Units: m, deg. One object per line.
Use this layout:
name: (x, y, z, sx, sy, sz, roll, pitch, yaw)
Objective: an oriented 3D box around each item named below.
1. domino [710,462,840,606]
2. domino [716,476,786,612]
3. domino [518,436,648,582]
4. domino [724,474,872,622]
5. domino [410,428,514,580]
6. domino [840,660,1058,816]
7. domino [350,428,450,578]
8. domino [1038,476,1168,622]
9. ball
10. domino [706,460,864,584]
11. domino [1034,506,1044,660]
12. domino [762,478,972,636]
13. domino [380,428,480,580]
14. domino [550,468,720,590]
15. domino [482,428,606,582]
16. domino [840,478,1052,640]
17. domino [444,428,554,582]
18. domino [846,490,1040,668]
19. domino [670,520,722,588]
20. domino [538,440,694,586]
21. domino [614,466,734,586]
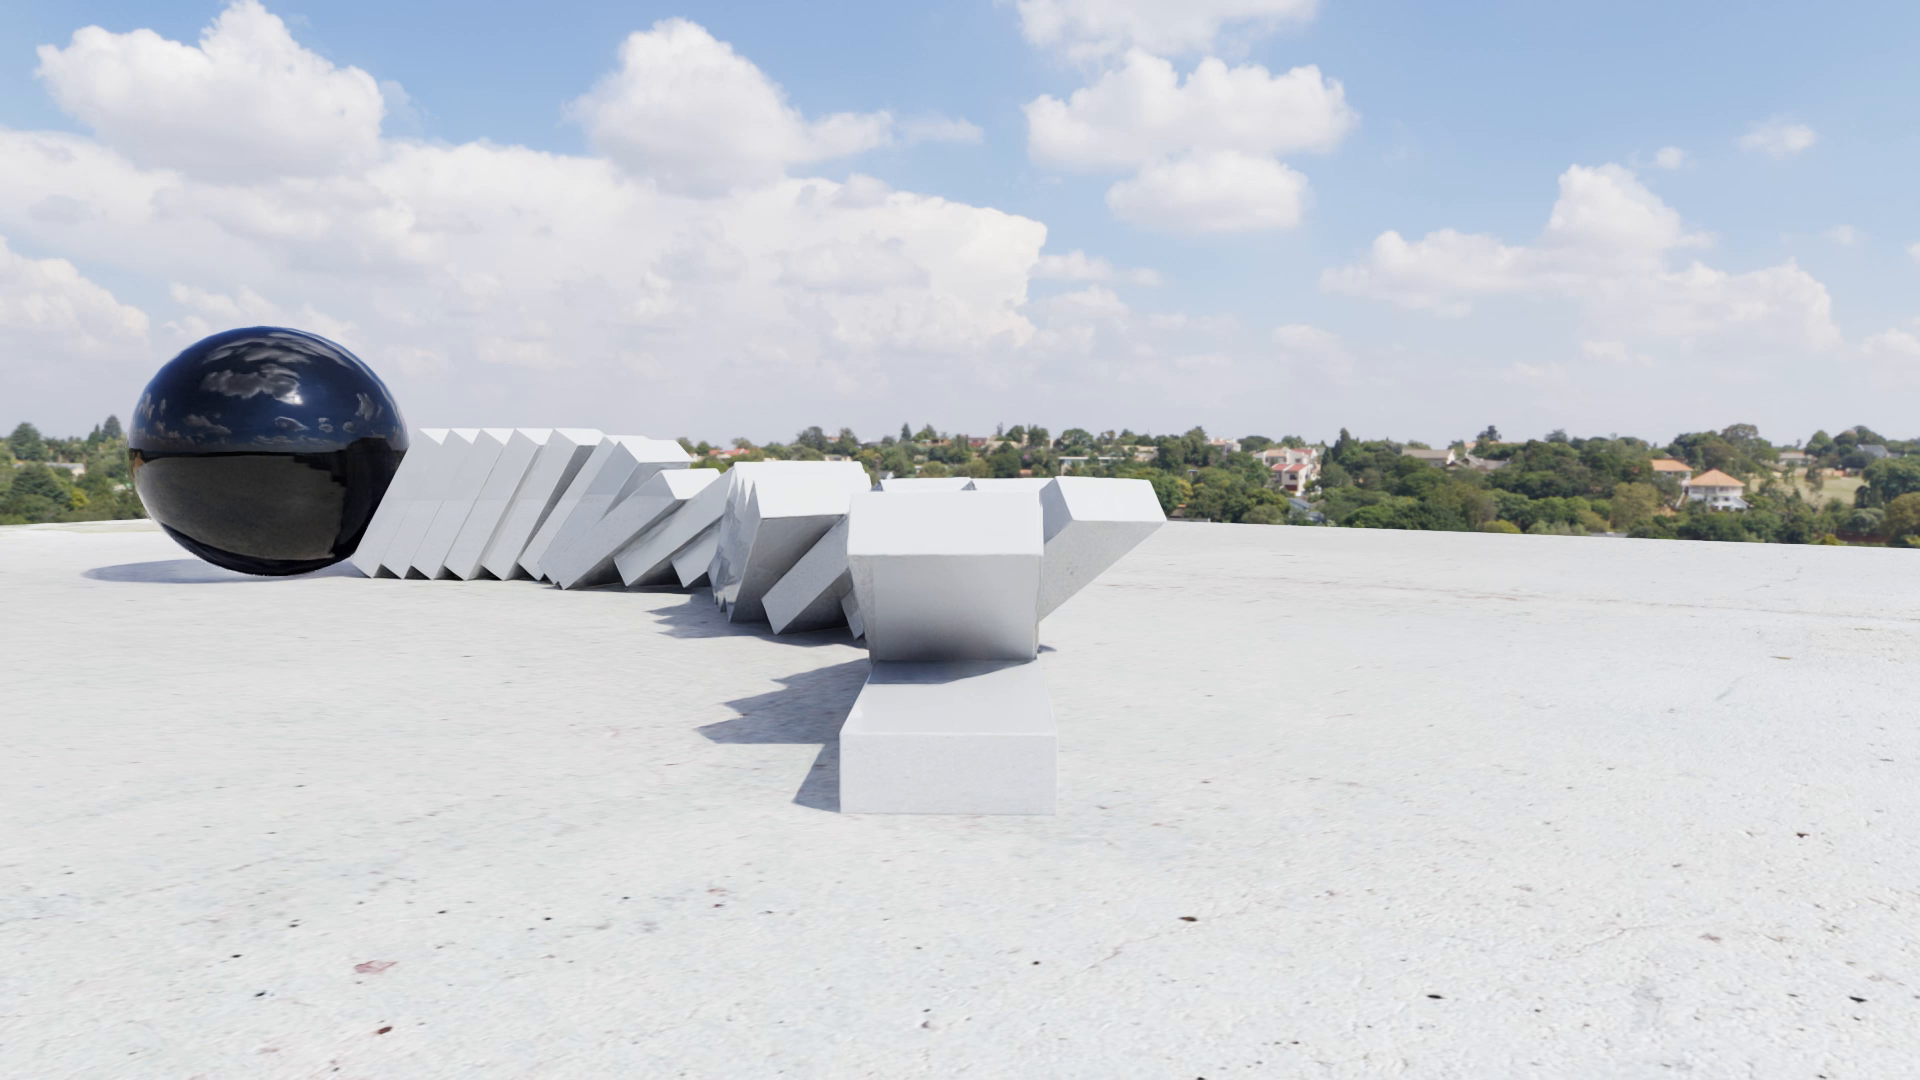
domino: (-0.047, -0.001, 0.325, 0.025, 0.010, 0.050, -2, -33, -20)
domino: (-0.043, 0.002, 0.309, 0.025, 0.010, 0.050, -2, -29, -19)
domino: (-0.116, -0.010, 0.404, 0.009, 0.050, 0.025, 40, 12, 9)
domino: (-0.037, 0.003, 0.291, 0.025, 0.009, 0.050, -4, -28, -20)
domino: (-0.152, -0.012, 0.407, 0.009, 0.050, 0.025, 34, 11, 10)
domino: (-0.001, 0.025, 0.172, 0.025, 0.009, 0.050, 0, 4, 1)
domino: (-0.174, -0.012, 0.413, 0.009, 0.050, 0.025, 34, 11, 10)
domino: (0.015, 0.005, 0.259, 0.025, 0.009, 0.050, 0, -30, -38)
ball: (-0.219, -0.028, 0.411, 0.080, 0.080, 0.080, 0, 4, 0)
domino: (-0.047, -0.002, 0.345, 0.025, 0.009, 0.050, -2, -33, -37)
domino: (0.002, 0.009, 0.233, 0.025, 0.009, 0.050, 0, -24, 2)
domino: (-0.019, 0.004, 0.278, 0.025, 0.009, 0.050, -4, -27, -43)
domino: (-0.163, -0.012, 0.411, 0.009, 0.050, 0.025, 34, 11, 10)
domino: (-0.093, -0.003, 0.374, 0.050, 0.009, 0.025, -35, -12, 25)
domino: (-0.129, -0.012, 0.406, 0.009, 0.050, 0.025, 34, 11, 10)
domino: (-0.001, 0.004, 0.271, 0.025, 0.009, 0.050, -3, -28, -43)
domino: (-0.141, -0.012, 0.405, 0.009, 0.050, 0.025, 34, 11, 10)
domino: (-0.001, 0.010, 0.190, 0.025, 0.009, 0.050, 0, -28, 2)
domino: (-0.055, -0.003, 0.365, 0.050, 0.009, 0.025, -34, -15, 21)
domino: (-0.105, -0.008, 0.390, 0.010, 0.050, 0.025, 46, 22, 16)
domino: (-0.073, -0.004, 0.370, 0.050, 0.009, 0.025, -34, -14, 21)
